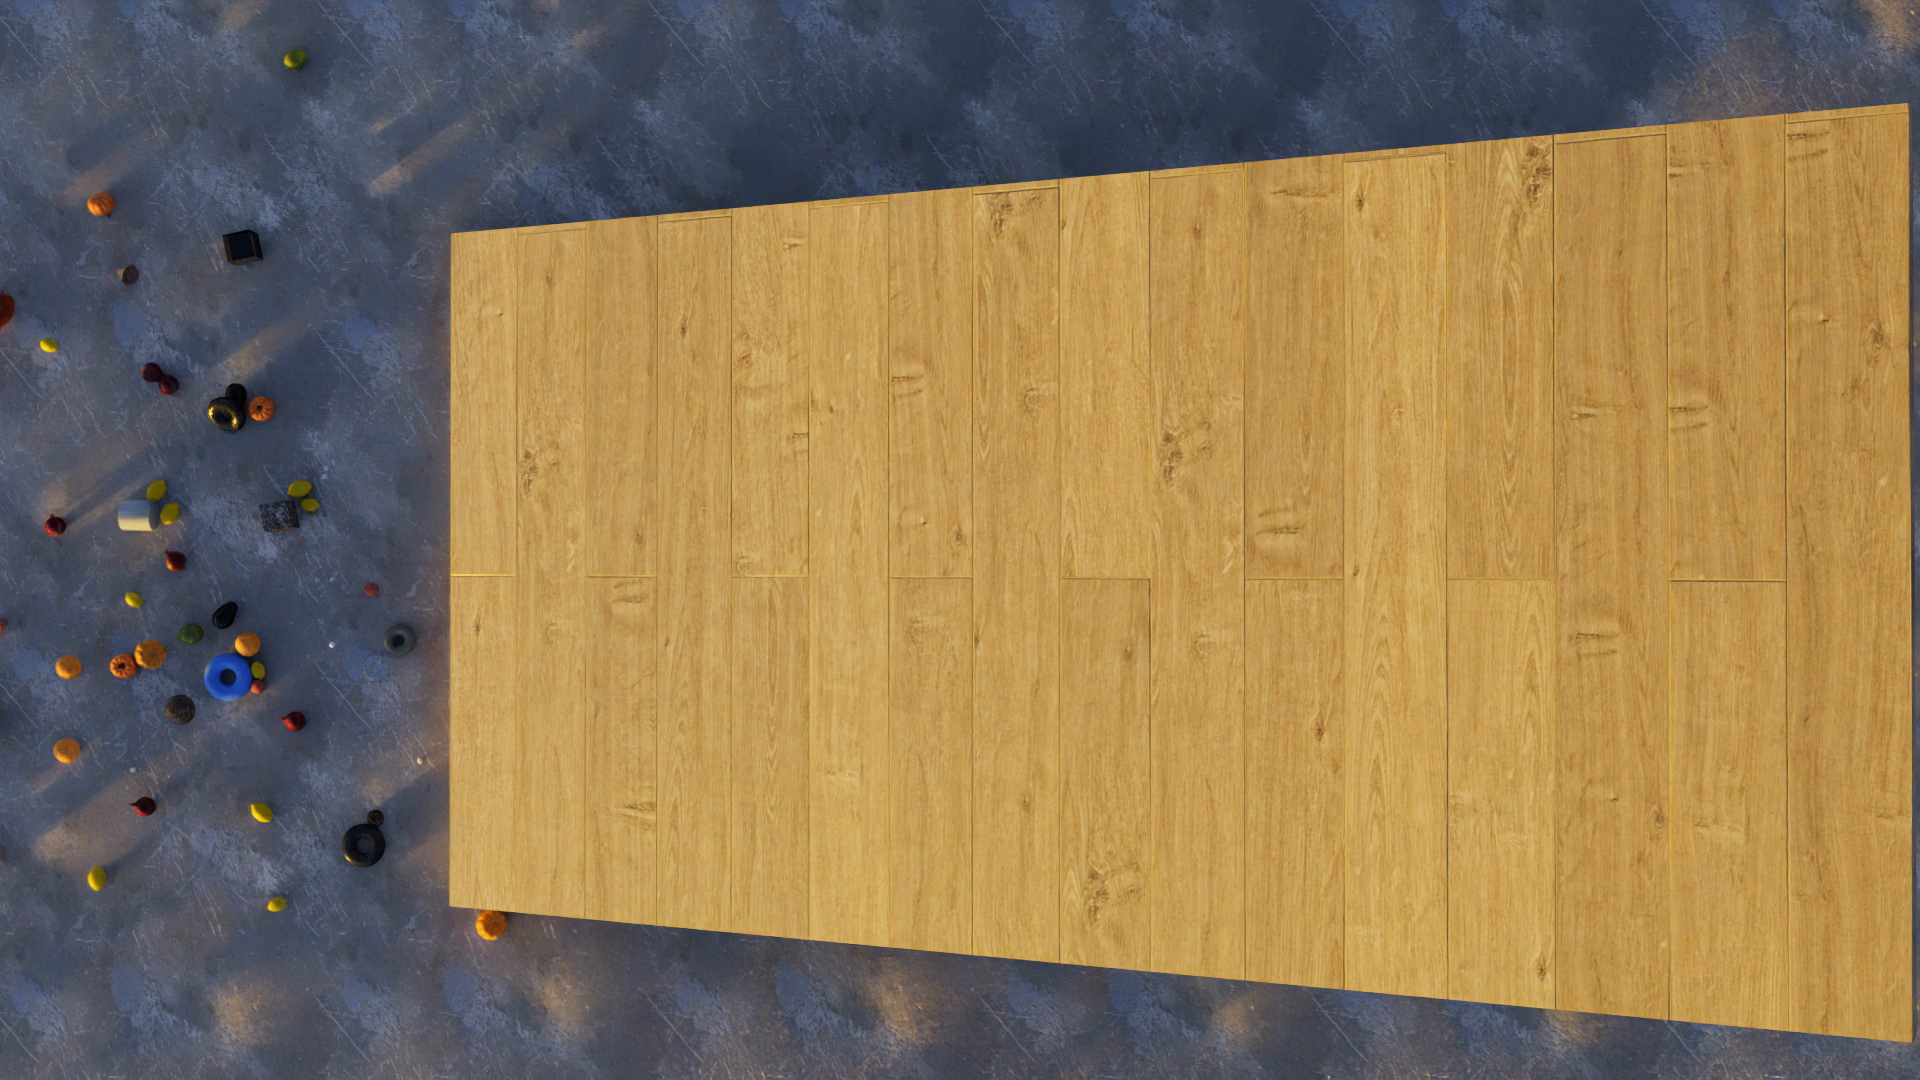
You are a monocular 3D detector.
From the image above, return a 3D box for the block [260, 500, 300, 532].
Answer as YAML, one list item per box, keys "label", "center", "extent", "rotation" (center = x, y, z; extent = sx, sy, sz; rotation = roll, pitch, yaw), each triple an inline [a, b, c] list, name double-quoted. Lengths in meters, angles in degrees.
- label: "block"
  center: [-2.039, -0.070, 6.590]
  extent: [0.082, 0.082, 0.082]
  rotation: [-10, 89, 0]

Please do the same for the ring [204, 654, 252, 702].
- label: "ring"
  center: [-2.196, 0.412, 6.602]
  extent: [0.145, 0.048, 0.145]
  rotation: [0, 90, -1]

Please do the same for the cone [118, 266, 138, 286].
- label: "cone"
  center: [-2.521, -0.804, 6.626]
  extent: [0.058, 0.058, 0.058]
  rotation: [20, 89, 27]

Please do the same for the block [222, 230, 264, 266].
- label: "block"
  center: [-2.152, -0.877, 6.598]
  extent: [0.082, 0.082, 0.082]
  rotation: [-12, 89, 0]

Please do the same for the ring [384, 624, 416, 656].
- label: "ring"
  center: [-1.685, 0.301, 6.611]
  extent: [0.097, 0.032, 0.097]
  rotation: [0, 91, 0]

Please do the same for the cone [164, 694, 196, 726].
- label: "cone"
  center: [-2.349, 0.512, 6.579]
  extent: [0.092, 0.092, 0.092]
  rotation: [0, 89, 0]

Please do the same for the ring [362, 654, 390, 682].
- label: "ring"
  center: [-1.756, 0.385, 6.613]
  extent: [0.083, 0.028, 0.083]
  rotation: [0, 88, 1]

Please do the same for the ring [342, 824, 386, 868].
- label: "ring"
  center: [-1.790, 0.917, 6.599]
  extent: [0.131, 0.044, 0.131]
  rotation: [0, 88, 1]

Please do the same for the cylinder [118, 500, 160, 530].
- label: "cylinder"
  center: [-2.459, -0.074, 6.586]
  extent: [0.090, 0.090, 0.090]
  rotation: [2, 89, 0]

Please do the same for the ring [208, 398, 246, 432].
- label: "ring"
  center: [-2.199, -0.377, 6.594]
  extent: [0.118, 0.039, 0.118]
  rotation: [7, 128, 9]

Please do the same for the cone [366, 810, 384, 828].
- label: "cone"
  center: [-1.761, 0.838, 6.595]
  extent: [0.053, 0.053, 0.053]
  rotation: [0, 89, 0]

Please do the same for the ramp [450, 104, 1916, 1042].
- label: "ramp"
  center: [0.277, 0.078, 5.655]
  extent: [4.000, 0.100, 2.000]
  rotation: [0, 89, 28]
